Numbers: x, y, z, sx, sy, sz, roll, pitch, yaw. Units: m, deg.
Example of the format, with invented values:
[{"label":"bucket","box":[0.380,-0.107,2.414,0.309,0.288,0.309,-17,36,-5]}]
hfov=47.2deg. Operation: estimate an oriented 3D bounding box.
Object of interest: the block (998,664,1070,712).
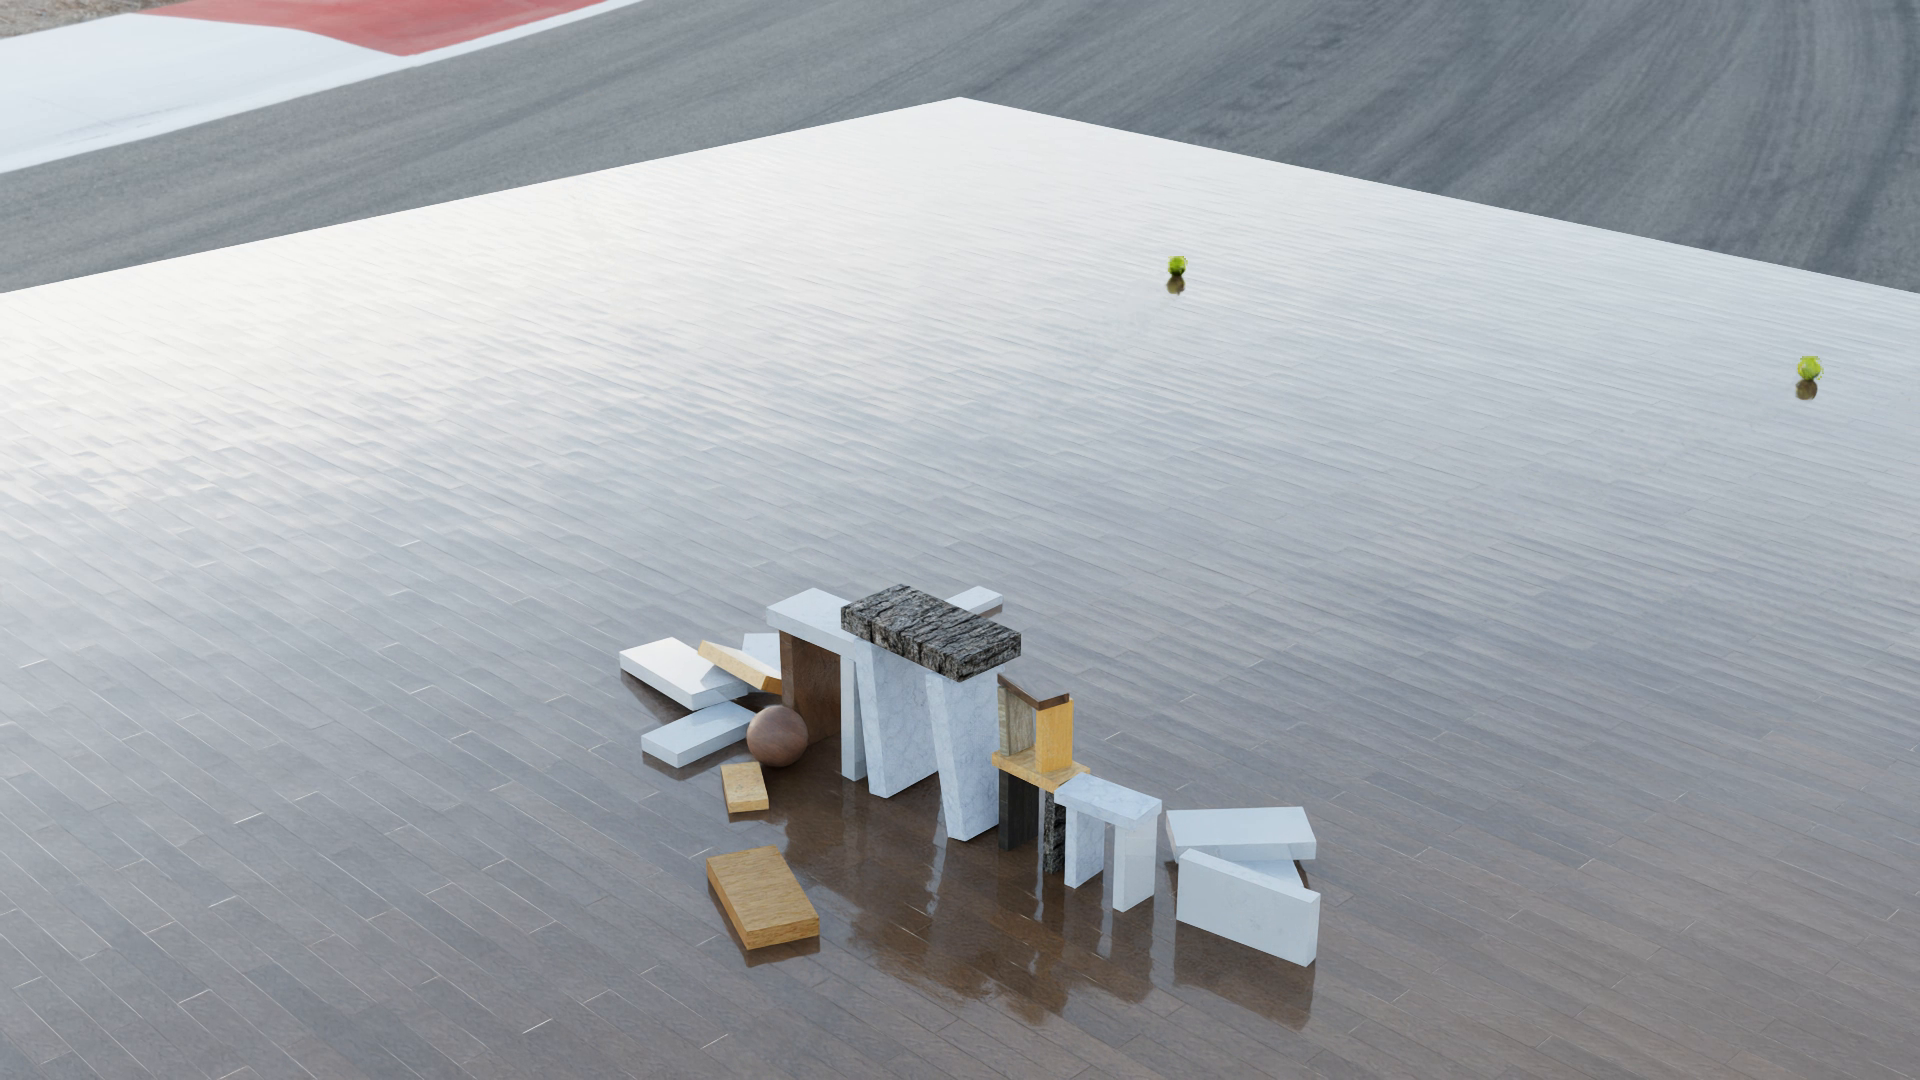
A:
[{"label":"block","box":[0.139,0.281,4.192,0.070,0.020,0.140,-14,27,-30]}]

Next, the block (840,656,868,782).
[{"label":"block","box":[-0.183,0.351,4.578,0.139,0.277,0.039,-21,32,-41]}]

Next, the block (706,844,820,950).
[{"label":"block","box":[-0.373,0.669,4.135,0.138,0.039,0.275,-9,24,-20]}]

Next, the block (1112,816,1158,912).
[{"label":"block","box":[0.328,0.598,4.119,0.026,0.181,0.090,21,31,40]}]

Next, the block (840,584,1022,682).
[{"label":"block","box":[-0.060,0.182,4.389,0.171,0.048,0.341,-21,31,-40]}]

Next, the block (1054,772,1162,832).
[{"label":"block","box":[0.276,0.489,4.113,0.181,0.026,0.090,16,28,34]}]

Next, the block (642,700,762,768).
[{"label":"block","box":[-0.555,0.416,4.738,0.119,0.034,0.238,20,30,39]}]

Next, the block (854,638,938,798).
[{"label":"block","box":[-0.126,0.339,4.520,0.048,0.341,0.171,12,25,41]}]

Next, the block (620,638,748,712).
[{"label":"block","box":[-0.627,0.300,4.960,0.138,0.039,0.348,-15,22,-32]}]

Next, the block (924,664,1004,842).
[{"label":"block","box":[0.030,0.405,4.365,0.048,0.341,0.171,8,22,45]}]

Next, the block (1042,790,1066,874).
[{"label":"block","box":[0.201,0.548,4.242,0.089,0.177,0.025,-21,32,-41]}]

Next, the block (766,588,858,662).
[{"label":"block","box":[-0.257,0.176,4.584,0.277,0.039,0.139,19,30,38]}]

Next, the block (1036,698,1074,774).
[{"label":"block","box":[0.180,0.371,4.188,0.070,0.140,0.020,-13,26,-28]}]

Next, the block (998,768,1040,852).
[{"label":"block","box":[0.116,0.515,4.320,0.025,0.177,0.089,21,31,41]}]

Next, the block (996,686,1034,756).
[{"label":"block","box":[0.108,0.341,4.257,0.070,0.140,0.020,-18,24,-37]}]

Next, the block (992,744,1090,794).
[{"label":"block","box":[0.155,0.437,4.244,0.177,0.025,0.089,21,31,41]}]

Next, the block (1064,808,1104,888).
[{"label":"block","box":[0.239,0.565,4.198,0.026,0.181,0.090,18,29,36]}]

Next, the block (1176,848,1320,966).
[{"label":"block","box":[0.523,0.669,4.011,0.269,0.135,0.038,16,28,32]}]

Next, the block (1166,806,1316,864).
[{"label":"block","box":[0.543,0.572,4.267,0.269,0.038,0.135,-1,23,-3]}]

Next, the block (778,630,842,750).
[{"label":"block","box":[-0.316,0.299,4.702,0.039,0.277,0.139,20,30,41]}]

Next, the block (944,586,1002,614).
[{"label":"block","box":[0.020,0.157,5.362,0.081,0.023,0.161,20,30,39]}]

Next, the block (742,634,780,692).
[{"label":"block","box":[-0.442,0.281,5.055,0.119,0.034,0.238,-1,23,-1]}]

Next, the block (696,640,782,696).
[{"label":"block","box":[-0.466,0.288,4.883,0.238,0.034,0.119,24,3,43]}]

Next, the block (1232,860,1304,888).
[{"label":"block","box":[0.567,0.618,4.256,0.135,0.038,0.269,-2,23,-5]}]

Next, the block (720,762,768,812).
[{"label":"block","box":[-0.445,0.509,4.533,0.081,0.023,0.161,-5,23,-11]}]
